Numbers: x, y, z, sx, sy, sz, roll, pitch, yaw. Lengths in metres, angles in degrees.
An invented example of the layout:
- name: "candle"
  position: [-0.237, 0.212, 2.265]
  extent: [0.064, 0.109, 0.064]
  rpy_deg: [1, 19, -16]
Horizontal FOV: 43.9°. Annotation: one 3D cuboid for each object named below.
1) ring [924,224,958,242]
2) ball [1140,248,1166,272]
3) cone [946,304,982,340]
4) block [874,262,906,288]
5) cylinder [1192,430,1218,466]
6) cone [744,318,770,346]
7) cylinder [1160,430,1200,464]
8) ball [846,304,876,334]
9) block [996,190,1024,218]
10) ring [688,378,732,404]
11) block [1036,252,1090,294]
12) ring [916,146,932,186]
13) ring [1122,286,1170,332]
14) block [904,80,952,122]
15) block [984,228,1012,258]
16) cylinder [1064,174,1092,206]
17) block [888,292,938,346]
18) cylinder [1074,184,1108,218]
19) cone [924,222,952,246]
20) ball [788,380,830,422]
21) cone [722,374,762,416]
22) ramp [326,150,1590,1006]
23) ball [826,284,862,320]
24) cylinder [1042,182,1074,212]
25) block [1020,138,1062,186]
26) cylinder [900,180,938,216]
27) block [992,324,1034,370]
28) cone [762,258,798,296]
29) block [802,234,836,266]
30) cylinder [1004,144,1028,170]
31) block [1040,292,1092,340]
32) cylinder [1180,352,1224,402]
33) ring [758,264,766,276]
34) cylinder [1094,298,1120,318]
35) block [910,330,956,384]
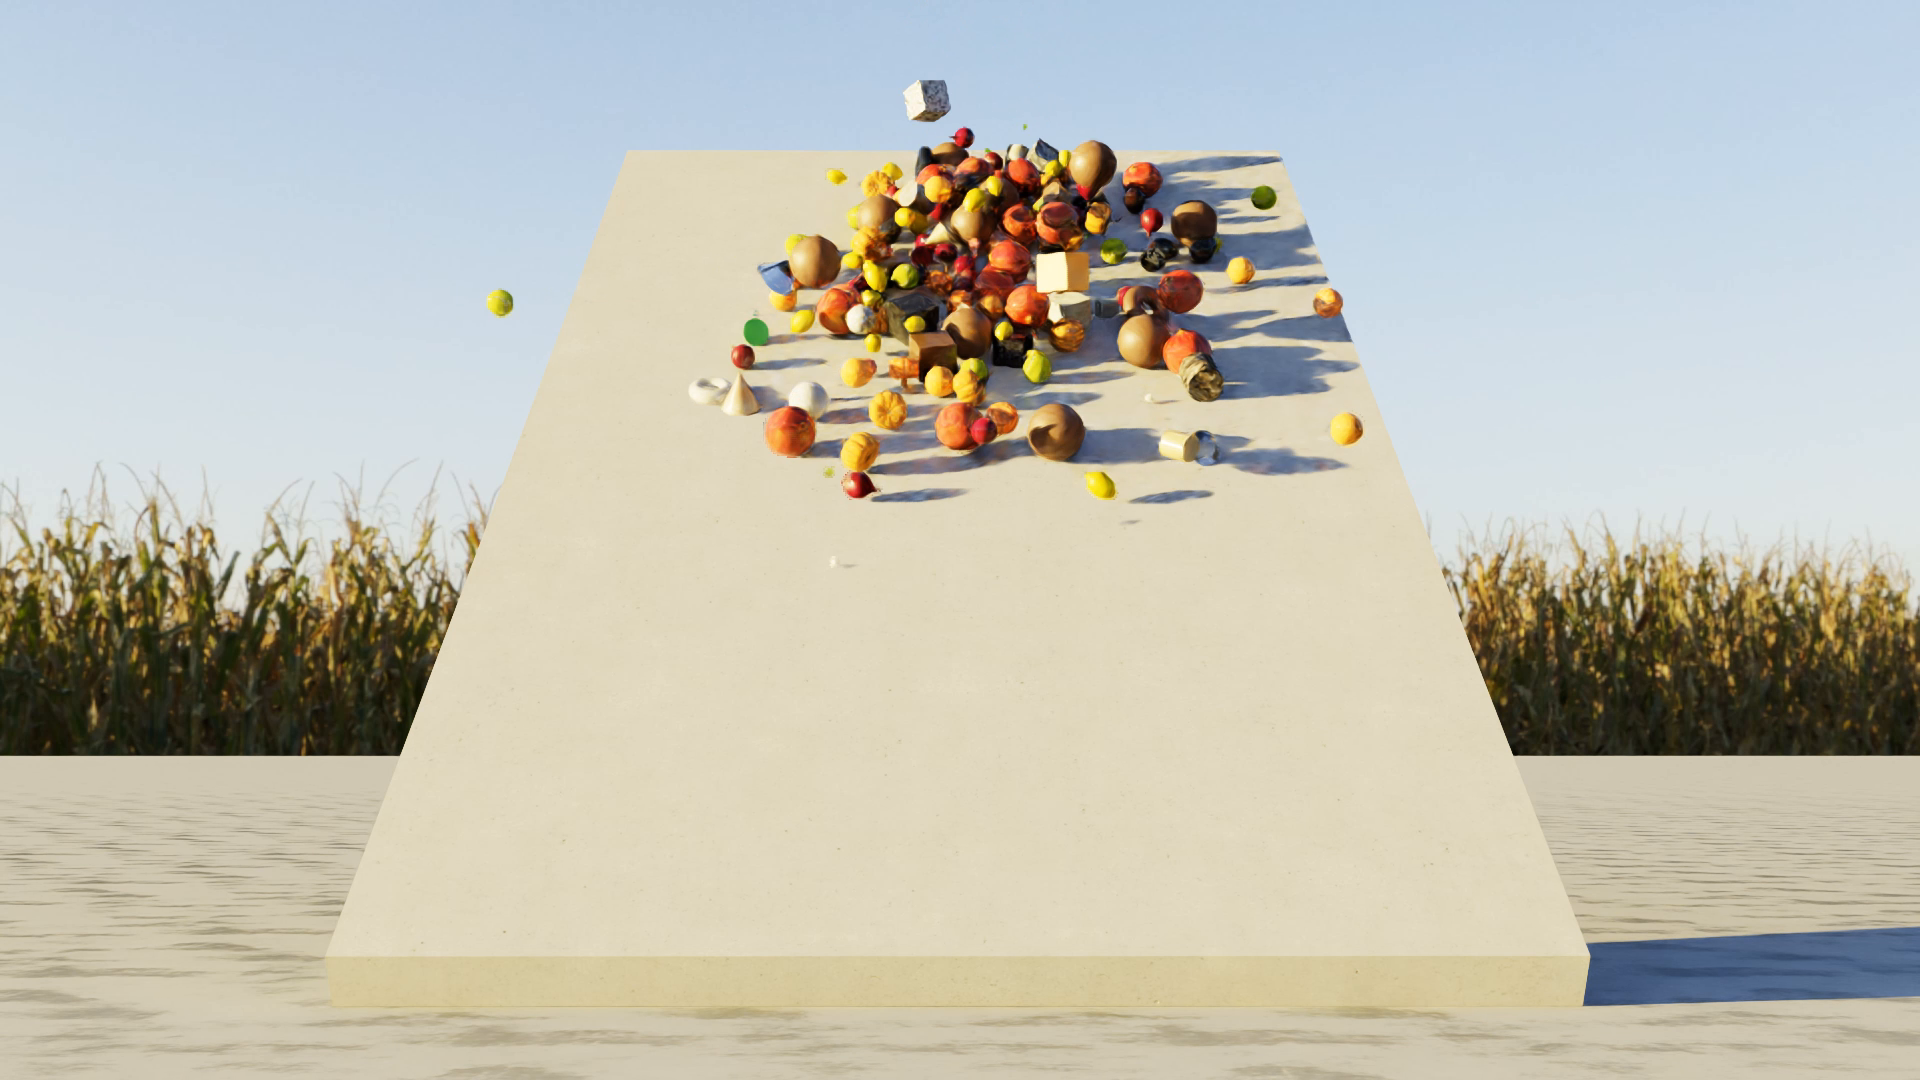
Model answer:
- name: "ring"
  position: [-0.051, -0.850, 6.610]
  extent: [0.097, 0.032, 0.097]
  rpy_deg: [-4, 28, 2]
- name: "ball"
  position: [0.518, -0.752, 6.389]
  extent: [0.067, 0.067, 0.067]
  rpy_deg: [0, -5, 0]
- name: "cone"
  position: [-0.014, -0.525, 5.957]
  extent: [0.099, 0.099, 0.099]
  rpy_deg: [-34, 7, -19]
- name: "block"
  position: [-0.182, -0.699, 6.281]
  extent: [0.054, 0.054, 0.054]
  rpy_deg: [1, 20, 43]
- name: "cylinder"
  position: [0.547, -0.207, 5.352]
  extent: [0.060, 0.060, 0.060]
  rpy_deg: [0, 29, -4]
- name: "cone"
  position: [-0.525, -0.517, 5.972]
  extent: [0.070, 0.070, 0.070]
  rpy_deg: [3, -3, -27]
- name: "cylinder"
  position: [0.484, -0.208, 5.257]
  extent: [0.063, 0.063, 0.063]
  rpy_deg: [19, 8, 38]
- name: "ball"
  position: [-0.245, -0.544, 5.871]
  extent: [0.072, 0.072, 0.072]
  rpy_deg: [0, -5, 0]
- name: "block"
  position: [0.141, -0.953, 6.770]
  extent: [0.052, 0.052, 0.052]
  rpy_deg: [-16, -40, -32]
- name: "ring"
  position: [-0.591, -0.354, 5.655]
  extent: [0.110, 0.037, 0.110]
  rpy_deg: [1, 27, -1]
- name: "block"
  position: [0.252, -0.652, 5.810]
  extent: [0.091, 0.091, 0.091]
  rpy_deg: [-1, 3, 40]
- name: "ring"
  position: [-0.105, -1.084, 6.899]
  extent: [0.039, 0.117, 0.117]
  rpy_deg: [6, -6, -8]
- name: "ring"
  position: [0.474, -0.586, 6.031]
  extent: [0.135, 0.135, 0.045]
  rpy_deg: [3, -28, -28]
- name: "block"
  position: [-0.095, -1.278, 6.925]
  extent: [0.090, 0.090, 0.090]
  rpy_deg: [-5, -11, -34]
- name: "block"
  position: [0.105, -0.809, 6.492]
  extent: [0.050, 0.050, 0.050]
  rpy_deg: [35, 35, 0]
- name: "cylinder"
  position: [0.333, -1.003, 6.824]
  extent: [0.067, 0.067, 0.067]
  rpy_deg: [31, -13, 8]
- name: "block"
  position: [-0.118, -0.553, 5.971]
  extent: [0.091, 0.091, 0.091]
  rpy_deg: [-19, 38, -32]
- name: "cylinder"
  position: [0.373, -0.961, 6.760]
  extent: [0.068, 0.068, 0.068]
  rpy_deg: [-40, -2, -6]
- name: "cone"
  position: [-0.068, -0.799, 6.323]
  extent: [0.067, 0.067, 0.067]
  rpy_deg: [-28, -3, -5]
- name: "ball"
  position: [-0.351, -0.323, 5.536]
  extent: [0.093, 0.093, 0.093]
  rpy_deg: [0, -5, 0]
- name: "cone"
  position: [-0.515, -0.353, 5.589]
  extent: [0.095, 0.095, 0.095]
  rpy_deg: [0, 28, 0]
- name: "ramp"
  position: [-0.011, -0.224, 5.557]
  extent: [2.000, 0.100, 4.000]
  rpy_deg: [0, 28, 0]
- name: "ball"
  position: [-0.298, -0.610, 6.087]
  extent: [0.090, 0.090, 0.090]
  rpy_deg: [0, -5, 0]
- name: "cylinder"
  position: [0.262, -0.919, 6.390]
  extent: [0.060, 0.060, 0.060]
  rpy_deg: [-5, -23, 43]
- name: "block"
  position: [0.239, -1.111, 7.008]
  extent: [0.082, 0.082, 0.082]
  rpy_deg: [30, -49, -11]
- name: "cylinder"
  position: [-0.114, -0.939, 6.538]
  extent: [0.075, 0.075, 0.075]
  rpy_deg: [18, -16, -39]
- name: "block"
  position: [0.130, -0.477, 5.846]
  extent: [0.080, 0.080, 0.080]
  rpy_deg: [9, 29, 16]
- name: "cone"
  position: [-0.438, -0.691, 6.057]
  extent: [0.098, 0.098, 0.098]
  rpy_deg: [5, -36, -45]
- name: "block"
  position: [-0.377, -0.777, 6.376]
  extent: [0.058, 0.058, 0.058]
  rpy_deg: [32, 20, 11]
- name: "cylinder"
  position: [0.162, -1.105, 6.862]
  extent: [0.060, 0.060, 0.060]
  rpy_deg: [12, -5, 1]
- name: "block"
  position: [0.266, -0.571, 6.015]
  extent: [0.091, 0.091, 0.091]
  rpy_deg: [-22, 35, -36]
- name: "cylinder"
  position: [0.574, -0.388, 5.664]
  extent: [0.087, 0.087, 0.087]
  rpy_deg: [1, 31, -12]
- name: "ring"
  position: [-0.503, -0.714, 6.343]
  extent: [0.078, 0.026, 0.078]
  rpy_deg: [13, 28, -7]
- name: "cylinder"
  position: [0.375, -0.592, 6.062]
  extent: [0.051, 0.051, 0.051]
  rpy_deg: [-5, -4, -14]
- name: "block"
  position: [-0.066, -0.445, 5.772]
  extent: [0.091, 0.091, 0.091]
  rpy_deg: [-7, 29, -14]
